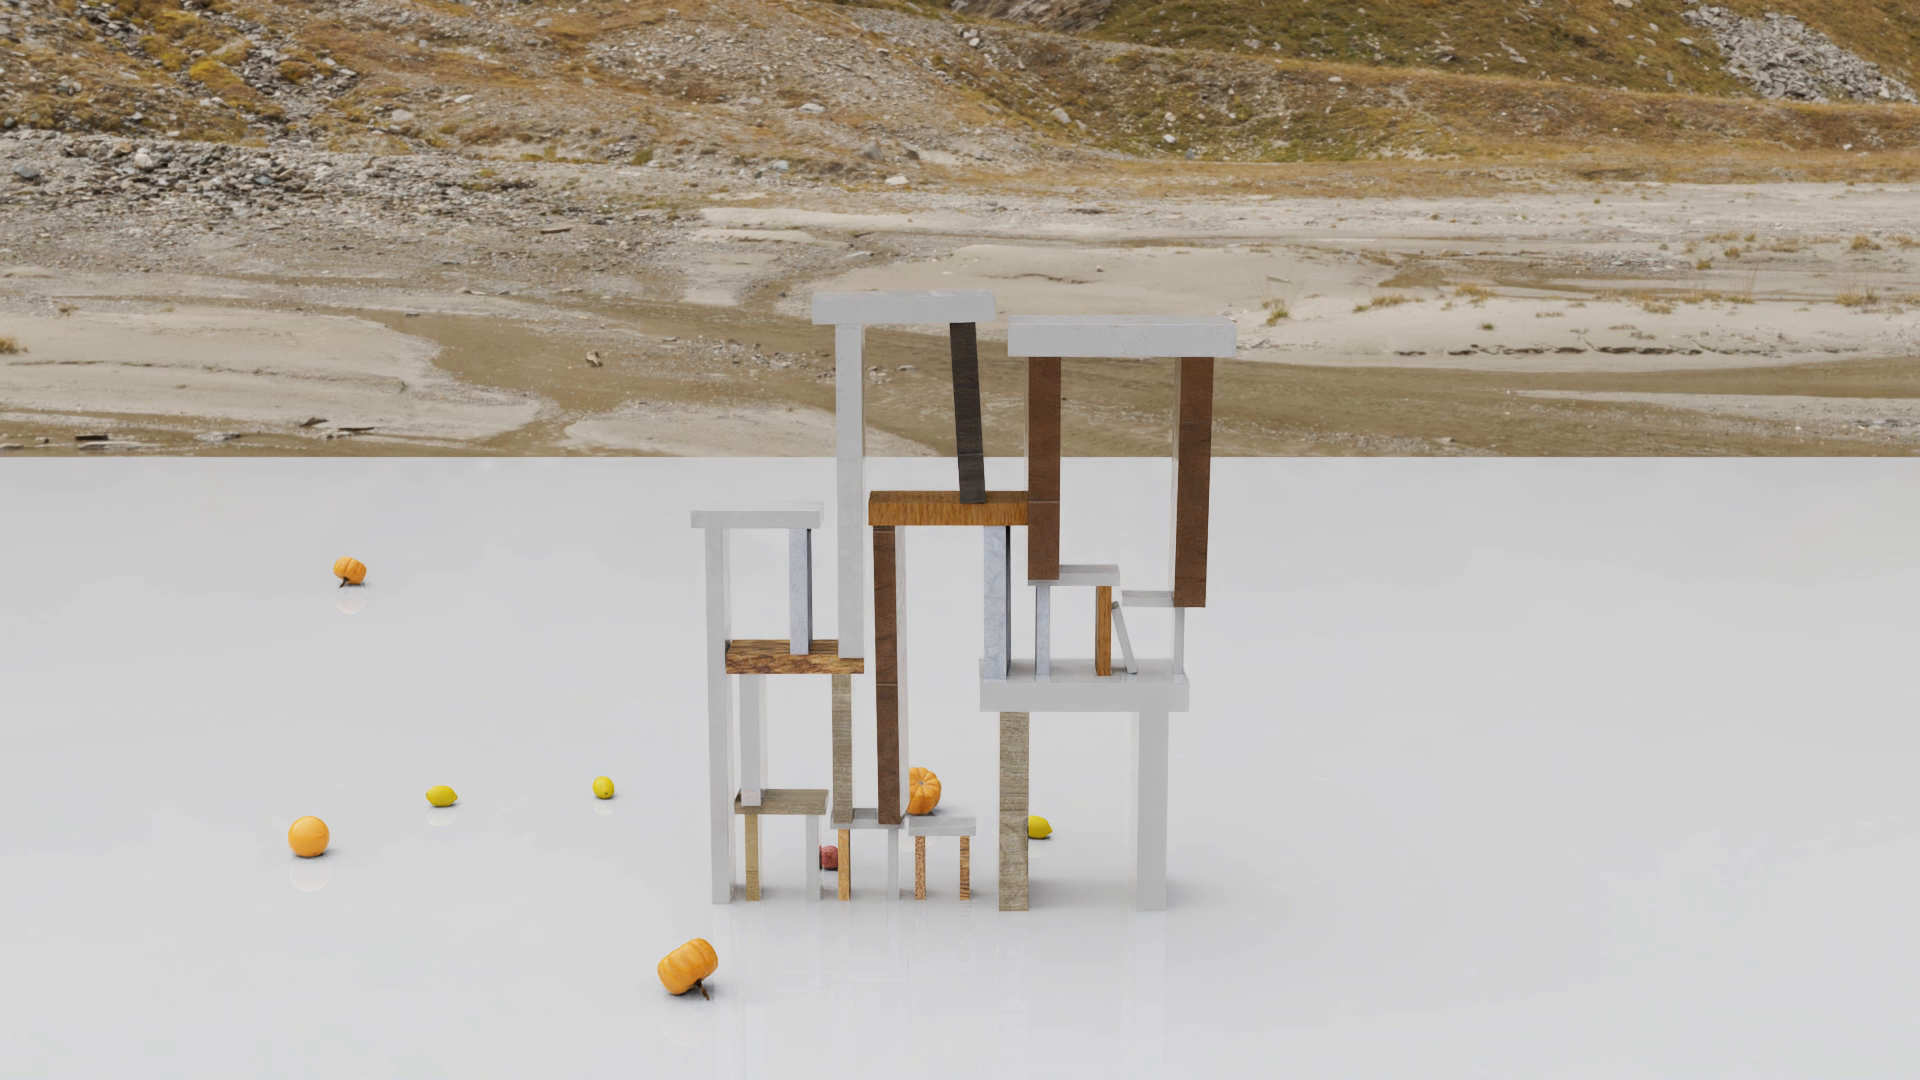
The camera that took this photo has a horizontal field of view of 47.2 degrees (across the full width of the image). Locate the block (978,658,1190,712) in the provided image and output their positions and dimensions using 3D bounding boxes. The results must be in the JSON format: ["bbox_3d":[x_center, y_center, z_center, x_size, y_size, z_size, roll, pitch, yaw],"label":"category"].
[{"bbox_3d":[0.199,0.237,3.602,0.336,0.048,0.168,0,11,0],"label":"block"}]

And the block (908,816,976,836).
[{"bbox_3d":[-0.029,0.474,3.643,0.111,0.016,0.055,0,11,0],"label":"block"}]

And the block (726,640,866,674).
[{"bbox_3d":[-0.265,0.190,3.590,0.221,0.031,0.111,0,11,0],"label":"block"}]

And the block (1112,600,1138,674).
[{"bbox_3d":[0.266,0.158,3.590,0.016,0.111,0.055,-15,10,3],"label":"block"}]

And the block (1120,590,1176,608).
[{"bbox_3d":[0.319,0.096,3.580,0.111,0.016,0.055,1,11,1],"label":"block"}]

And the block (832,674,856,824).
[{"bbox_3d":[-0.191,0.329,3.616,0.031,0.251,0.111,0,11,0],"label":"block"}]

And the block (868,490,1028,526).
[{"bbox_3d":[-0.020,-0.052,3.546,0.252,0.036,0.126,0,11,-1],"label":"block"}]

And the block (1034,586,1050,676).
[{"bbox_3d":[0.134,0.140,3.585,0.021,0.148,0.074,0,11,0],"label":"block"}]

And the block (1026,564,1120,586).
[{"bbox_3d":[0.183,0.057,3.570,0.149,0.021,0.074,0,11,0],"label":"block"}]

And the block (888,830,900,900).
[{"bbox_3d":[-0.110,0.530,3.654,0.017,0.123,0.062,0,11,0],"label":"block"}]

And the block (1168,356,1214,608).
[{"bbox_3d":[0.370,-0.105,3.532,0.050,0.397,0.177,1,11,2],"label":"block"}]

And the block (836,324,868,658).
[{"bbox_3d":[-0.174,-0.087,3.535,0.040,0.533,0.143,0,11,0],"label":"block"}]

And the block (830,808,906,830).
[{"bbox_3d":[-0.152,0.461,3.641,0.123,0.017,0.062,0,10,0],"label":"block"}]

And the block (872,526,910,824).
[{"bbox_3d":[-0.112,0.208,3.597,0.036,0.494,0.126,0,10,6],"label":"block"}]

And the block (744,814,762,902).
[{"bbox_3d":[-0.343,0.516,3.656,0.021,0.149,0.075,0,11,0],"label":"block"}]

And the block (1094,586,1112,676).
[{"bbox_3d":[0.233,0.140,3.584,0.021,0.148,0.074,0,11,0],"label":"block"}]

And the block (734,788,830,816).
[{"bbox_3d":[-0.294,0.433,3.639,0.149,0.021,0.075,0,11,2],"label":"block"}]

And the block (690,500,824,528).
[{"bbox_3d":[-0.326,-0.042,3.550,0.205,0.029,0.103,0,11,1],"label":"block"}]

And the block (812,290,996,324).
[{"bbox_3d":[-0.090,-0.370,3.484,0.285,0.040,0.143,-1,11,-2],"label":"block"}]

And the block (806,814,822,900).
[{"bbox_3d":[-0.243,0.516,3.657,0.021,0.149,0.075,0,11,0],"label":"block"}]

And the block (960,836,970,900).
[{"bbox_3d":[0.008,0.536,3.655,0.016,0.111,0.055,0,11,0],"label":"block"}]

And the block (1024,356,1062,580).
[{"bbox_3d":[0.131,-0.127,3.534,0.050,0.354,0.177,0,11,-1],"label":"block"}]

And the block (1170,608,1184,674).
[{"bbox_3d":[0.356,0.158,3.591,0.016,0.111,0.055,1,11,1],"label":"block"}]

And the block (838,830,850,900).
[{"bbox_3d":[-0.192,0.530,3.654,0.017,0.123,0.062,0,11,0],"label":"block"}]

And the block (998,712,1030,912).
[{"bbox_3d":[0.087,0.425,3.637,0.048,0.336,0.168,0,11,0],"label":"block"}]

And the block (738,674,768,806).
[{"bbox_3d":[-0.339,0.314,3.616,0.031,0.221,0.111,0,11,1],"label":"block"}]

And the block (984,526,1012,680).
[{"bbox_3d":[0.061,0.089,3.578,0.036,0.252,0.126,1,11,5],"label":"block"}]

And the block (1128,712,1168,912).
[{"bbox_3d":[0.311,0.425,3.637,0.048,0.336,0.168,0,11,0],"label":"block"}]

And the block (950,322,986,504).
[{"bbox_3d":[0.013,-0.211,3.520,0.040,0.285,0.143,-3,10,1],"label":"block"}]

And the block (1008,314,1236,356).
[{"bbox_3d":[0.253,-0.325,3.494,0.354,0.050,0.177,0,11,1],"label":"block"}]

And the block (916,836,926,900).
[{"bbox_3d":[-0.066,0.536,3.655,0.016,0.111,0.055,0,11,0],"label":"block"}]

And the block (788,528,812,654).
[{"bbox_3d":[-0.258,0.073,3.570,0.029,0.205,0.103,0,11,0],"label":"block"}]

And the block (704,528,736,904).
[{"bbox_3d":[-0.393,0.281,3.612,0.029,0.629,0.103,0,11,0],"label":"block"}]
